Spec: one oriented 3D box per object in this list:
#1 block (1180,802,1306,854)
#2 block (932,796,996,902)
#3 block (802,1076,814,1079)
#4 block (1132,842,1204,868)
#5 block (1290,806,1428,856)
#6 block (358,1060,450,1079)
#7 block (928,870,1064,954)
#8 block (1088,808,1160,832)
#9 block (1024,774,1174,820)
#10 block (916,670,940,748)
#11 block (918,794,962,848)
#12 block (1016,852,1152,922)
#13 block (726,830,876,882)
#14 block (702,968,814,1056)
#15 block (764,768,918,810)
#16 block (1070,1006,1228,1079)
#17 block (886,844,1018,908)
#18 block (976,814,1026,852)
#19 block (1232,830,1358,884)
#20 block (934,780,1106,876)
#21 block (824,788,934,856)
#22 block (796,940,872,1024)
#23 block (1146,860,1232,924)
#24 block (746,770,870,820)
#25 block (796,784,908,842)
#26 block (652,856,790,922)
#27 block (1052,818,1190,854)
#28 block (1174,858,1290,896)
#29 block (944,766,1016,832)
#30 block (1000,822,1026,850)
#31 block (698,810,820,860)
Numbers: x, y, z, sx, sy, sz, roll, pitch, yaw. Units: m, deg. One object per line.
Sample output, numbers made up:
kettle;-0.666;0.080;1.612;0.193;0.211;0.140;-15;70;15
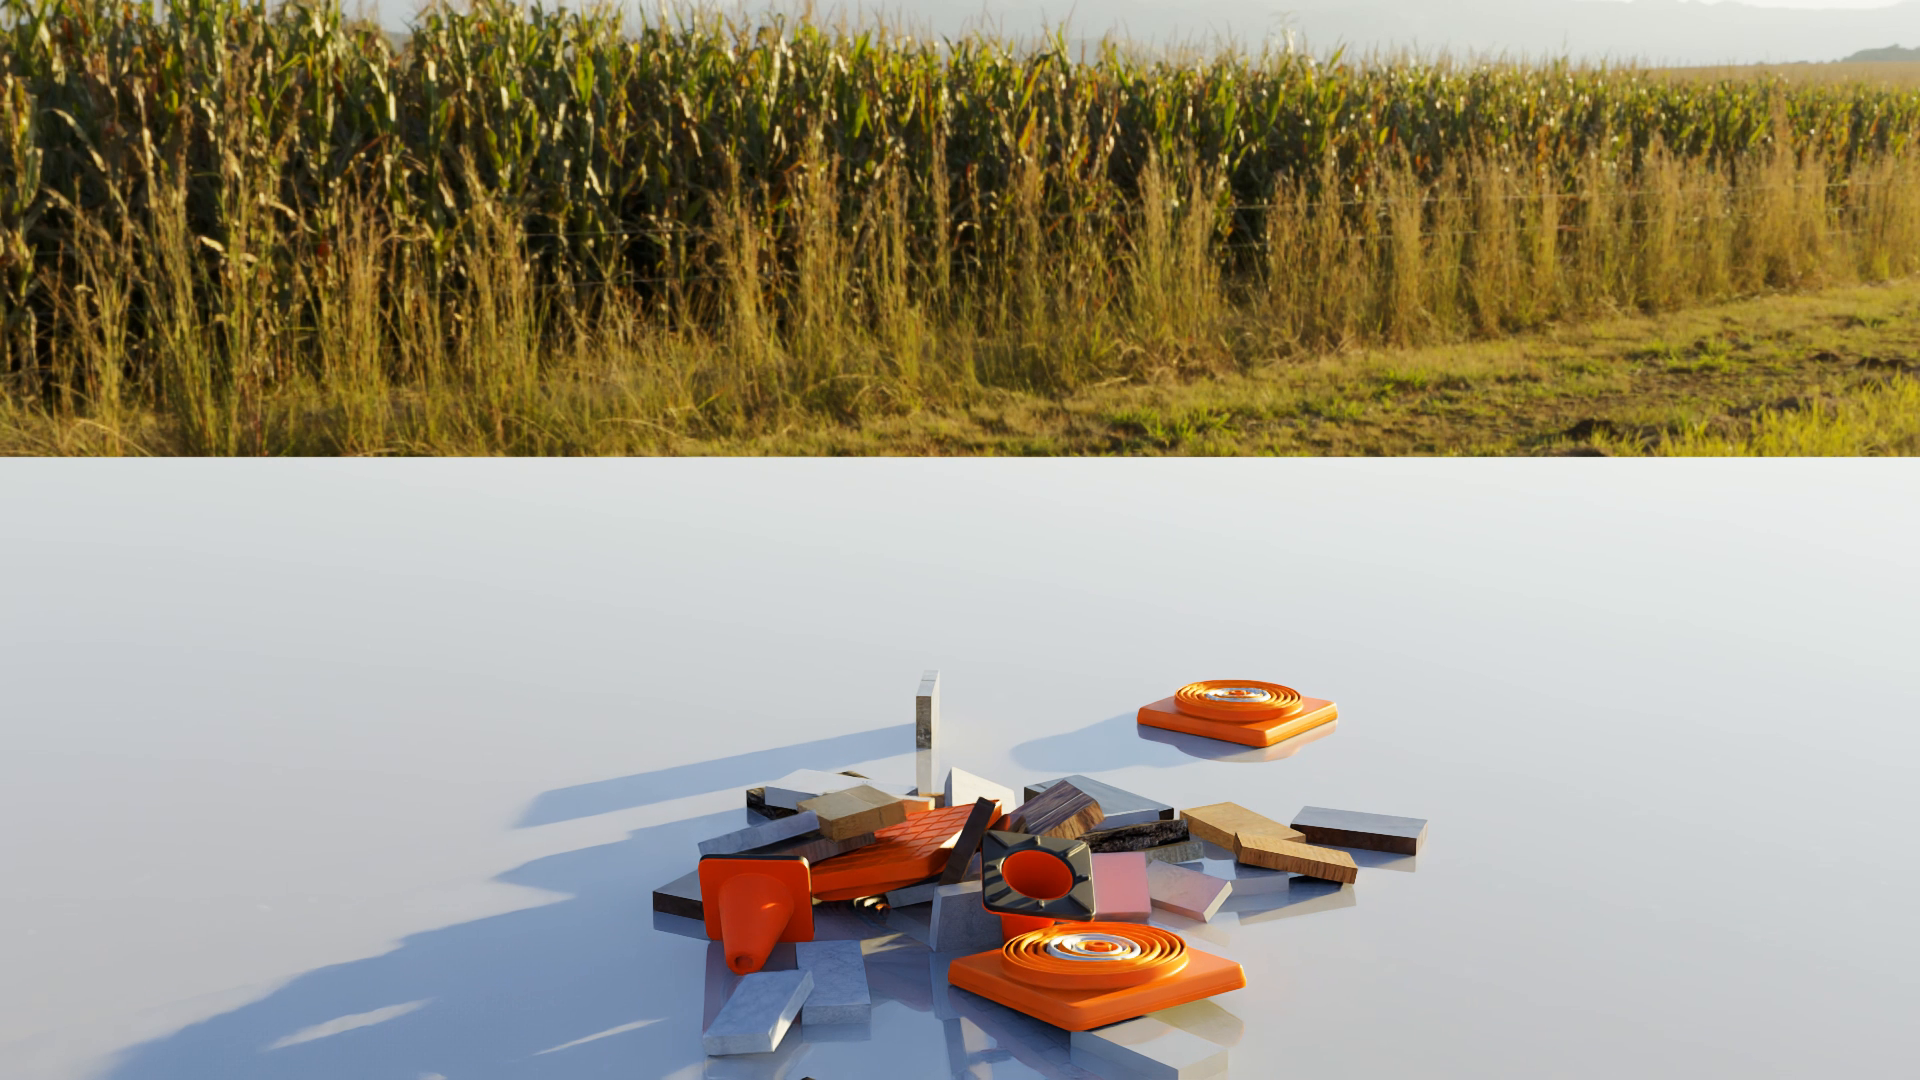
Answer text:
block;0.505;0.522;3.947;0.113;0.032;0.226;-6;12;-29
block;0.005;0.491;3.438;0.029;0.207;0.103;26;58;5
block;-0.140;0.741;2.762;0.241;0.034;0.121;8;13;36
block;0.305;0.543;3.750;0.198;0.028;0.099;-6;-5;-22
block;0.717;0.521;3.951;0.226;0.032;0.113;4;11;21
block;-0.578;0.748;2.730;0.513;0.033;0.116;9;14;39
block;0.056;0.579;3.433;0.207;0.104;0.029;-5;25;-23
block;0.215;0.503;3.872;0.263;0.022;0.077;-7;-5;-15
block;0.255;0.495;4.077;0.134;0.038;0.268;-8;13;-37
block;-0.067;0.355;4.629;0.032;0.112;0.224;1;11;3
block;-0.046;0.510;4.010;0.113;0.032;0.226;0;11;-1
block;0.200;0.561;3.560;0.207;0.103;0.029;-1;-32;-5
block;-0.265;0.515;3.661;0.224;0.032;0.112;-14;4;-25
block;-0.282;0.664;3.103;0.099;0.028;0.197;-7;13;15
block;-0.218;0.470;4.040;0.252;0.036;0.126;6;12;27
block;0.259;0.696;3.021;0.101;0.029;0.202;-9;14;-41
block;-0.012;0.551;3.599;0.202;0.029;0.101;-16;10;25
block;0.063;0.491;3.669;0.095;0.013;0.047;-41;20;-33
block;0.569;0.540;3.744;0.198;0.028;0.099;11;8;-1
block;0.100;0.506;3.710;0.268;0.038;0.134;-30;20;-15
block;-0.145;0.499;3.886;0.197;0.099;0.028;3;8;16
block;-0.190;0.652;3.256;0.099;0.028;0.254;-1;11;-6
block;0.360;0.574;3.599;0.155;0.022;0.077;10;44;43
block;-0.274;0.483;4.154;0.231;0.033;0.116;-7;13;-33
block;-0.185;0.459;3.710;0.126;0.036;0.252;-14;4;-16
block;-0.394;0.575;3.659;0.116;0.033;0.231;6;12;29
block;0.248;0.524;3.815;0.268;0.038;0.134;-5;-6;-27
block;0.442;0.569;3.703;0.198;0.028;0.099;-3;11;-14
block;0.037;0.487;4.004;0.126;0.036;0.252;22;10;-4
block;0.078;0.500;3.673;0.047;0.013;0.095;-17;21;23
block;-0.341;0.499;3.713;0.112;0.032;0.224;-13;-6;-36
